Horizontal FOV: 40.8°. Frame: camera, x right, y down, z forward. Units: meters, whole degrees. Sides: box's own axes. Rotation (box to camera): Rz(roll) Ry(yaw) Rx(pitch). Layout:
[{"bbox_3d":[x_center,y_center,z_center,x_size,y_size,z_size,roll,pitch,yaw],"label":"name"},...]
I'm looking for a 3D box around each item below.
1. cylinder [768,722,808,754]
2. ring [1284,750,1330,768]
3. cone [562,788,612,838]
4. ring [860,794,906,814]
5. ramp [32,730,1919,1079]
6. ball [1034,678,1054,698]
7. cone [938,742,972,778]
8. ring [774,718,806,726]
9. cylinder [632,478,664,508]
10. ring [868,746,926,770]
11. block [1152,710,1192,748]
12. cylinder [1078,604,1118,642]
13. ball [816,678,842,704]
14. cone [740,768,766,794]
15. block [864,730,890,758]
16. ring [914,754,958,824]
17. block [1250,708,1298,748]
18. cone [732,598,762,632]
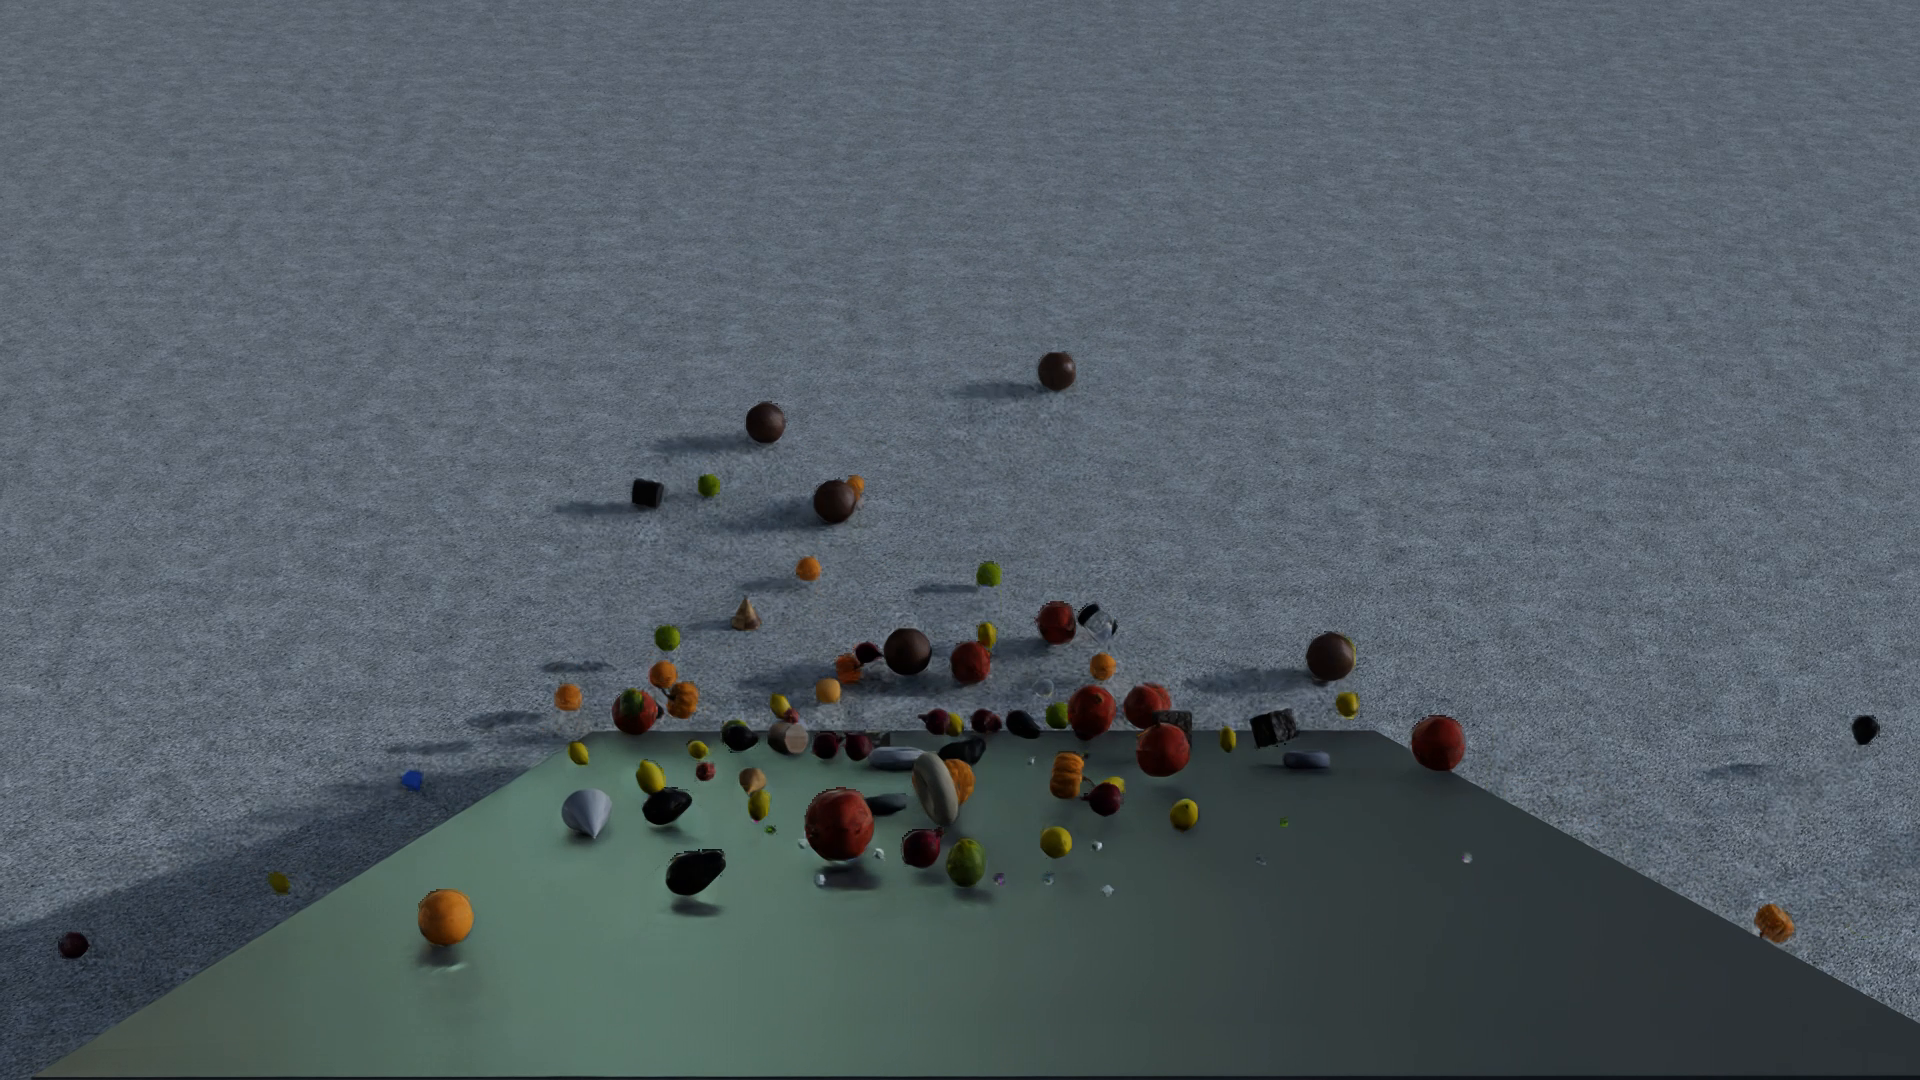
[{"bbox_3d":[-0.402,0.462,6.032,0.068,0.068,0.068,-24,16,-38],"label":"cylinder"},{"bbox_3d":[0.763,0.483,5.681,0.103,0.034,0.103,-1,0,0],"label":"ring"},{"bbox_3d":[-0.645,0.496,4.510,0.090,0.090,0.090,-8,30,-14],"label":"cone"},{"bbox_3d":[-0.143,0.491,4.807,0.089,0.030,0.089,-6,-10,-1],"label":"ring"},{"bbox_3d":[0.063,0.564,4.603,2.000,0.100,4.000,0,1,0],"label":"ramp"},{"bbox_3d":[0.224,0.396,6.906,0.056,0.056,0.056,0,28,0],"label":"ball"},{"bbox_3d":[0.001,0.484,5.469,0.083,0.083,0.083,-8,30,-16],"label":"cone"},{"bbox_3d":[-0.438,0.474,6.598,0.086,0.029,0.086,-1,2,0],"label":"ring"},{"bbox_3d":[-0.955,-0.143,7.889,0.077,0.077,0.077,11,29,6],"label":"cylinder"},{"bbox_3d":[-0.135,0.479,5.663,0.131,0.044,0.131,1,1,0],"label":"ring"},{"bbox_3d":[0.506,0.452,6.181,0.082,0.082,0.082,0,1,-7],"label":"block"},{"bbox_3d":[0.379,0.228,7.110,0.077,0.077,0.077,-17,46,-29],"label":"cylinder"},{"bbox_3d":[-0.351,0.401,6.883,0.070,0.070,0.070,0,28,0],"label":"ball"},{"bbox_3d":[-0.420,0.494,5.171,0.056,0.056,0.056,3,28,5],"label":"cone"},{"bbox_3d":[-0.188,0.468,5.913,0.058,0.058,0.058,0,1,0],"label":"block"},{"bbox_3d":[-0.043,0.447,4.642,0.045,0.136,0.136,-18,32,-16],"label":"ring"},{"bbox_3d":[0.703,0.421,5.783,0.068,0.068,0.068,-9,-10,-39],"label":"block"},{"bbox_3d":[-0.600,0.196,7.251,0.090,0.090,0.090,0,28,0],"label":"cone"}]
